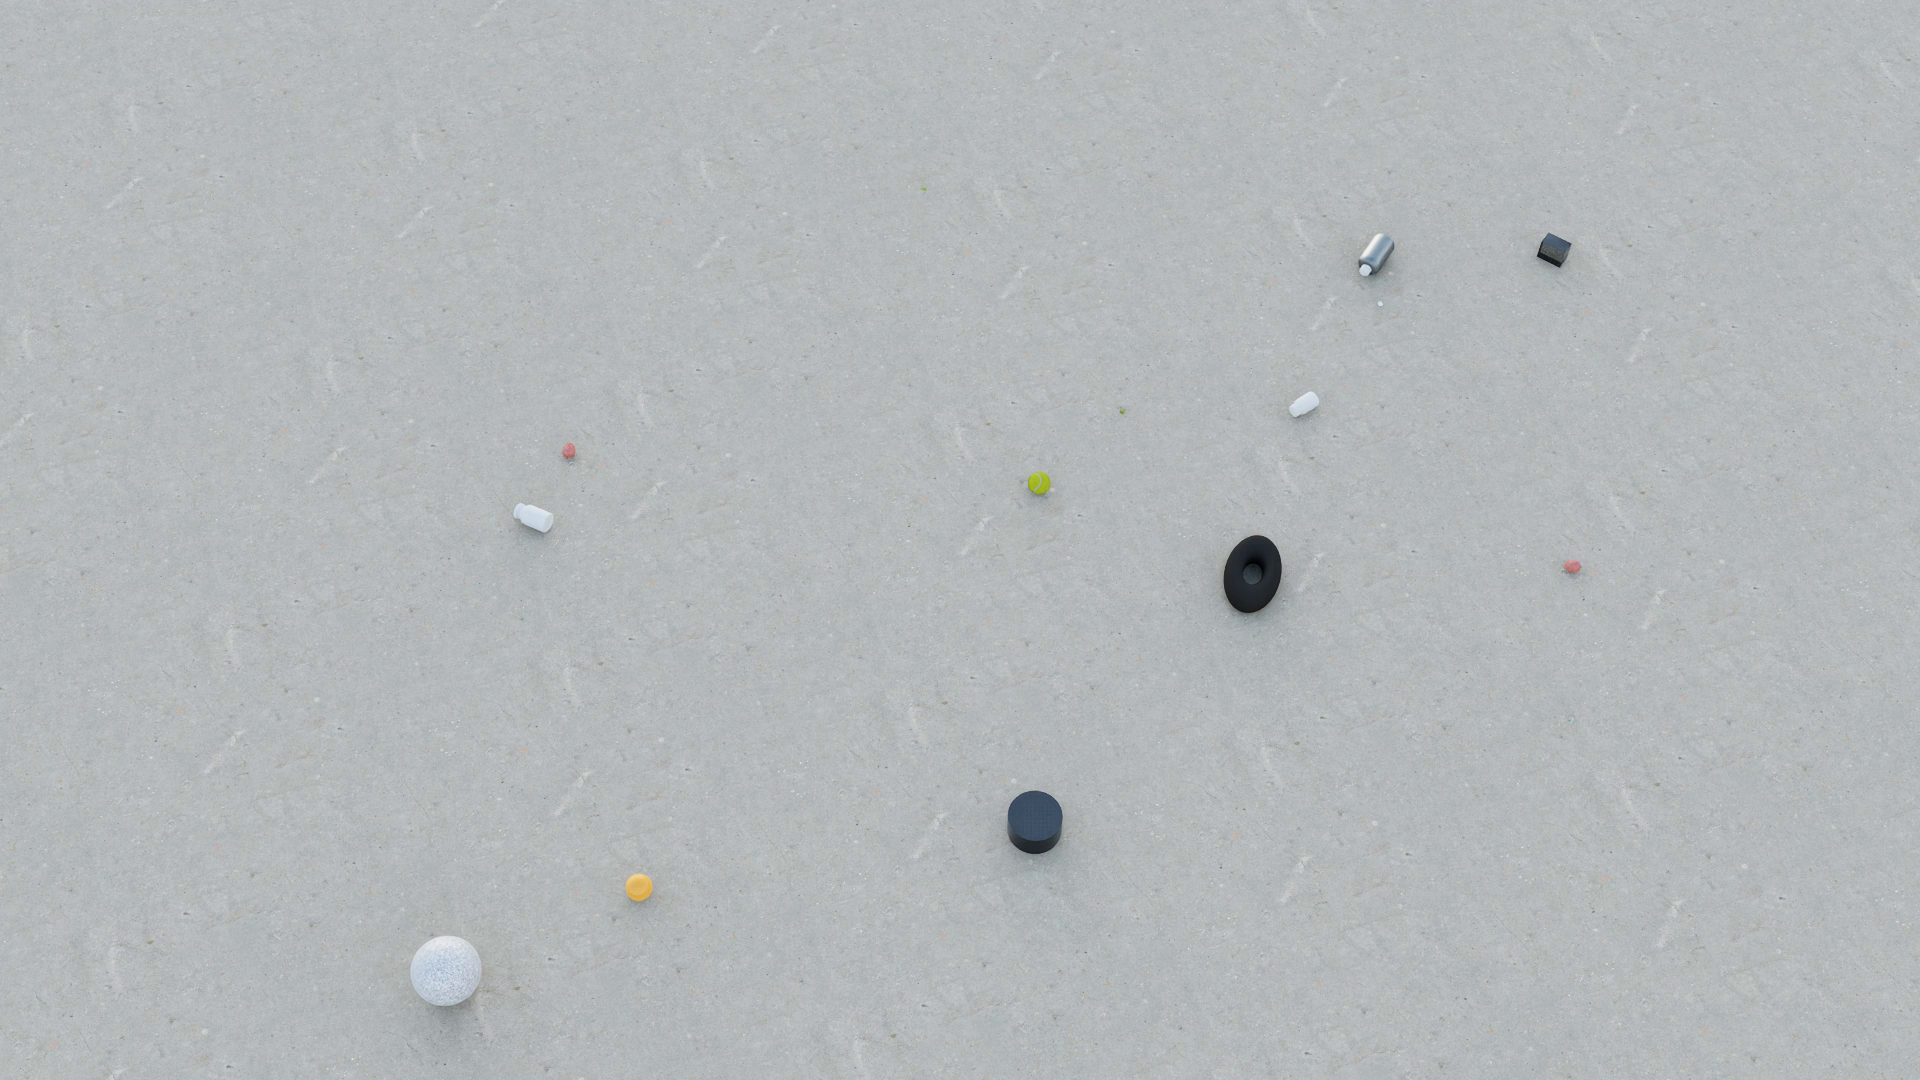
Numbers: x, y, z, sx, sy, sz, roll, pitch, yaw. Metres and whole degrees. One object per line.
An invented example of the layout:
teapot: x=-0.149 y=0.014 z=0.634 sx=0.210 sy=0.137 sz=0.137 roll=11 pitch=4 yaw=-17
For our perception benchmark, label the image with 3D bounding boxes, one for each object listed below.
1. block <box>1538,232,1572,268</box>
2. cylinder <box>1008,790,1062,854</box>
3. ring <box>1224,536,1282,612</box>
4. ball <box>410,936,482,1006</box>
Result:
block: x=1.936 y=-0.945 z=7.164 sx=0.084 sy=0.072 sz=0.050 roll=31 pitch=61 yaw=19
cylinder: x=0.204 y=0.771 z=6.008 sx=0.149 sy=0.080 sz=0.152 roll=-7 pitch=56 yaw=-5
ring: x=0.860 y=0.099 z=6.461 sx=0.166 sy=0.078 sz=0.268 roll=14 pitch=56 yaw=7
ball: x=-1.335 y=1.119 z=5.714 sx=0.180 sy=0.180 sz=0.180 roll=0 pitch=56 yaw=0
